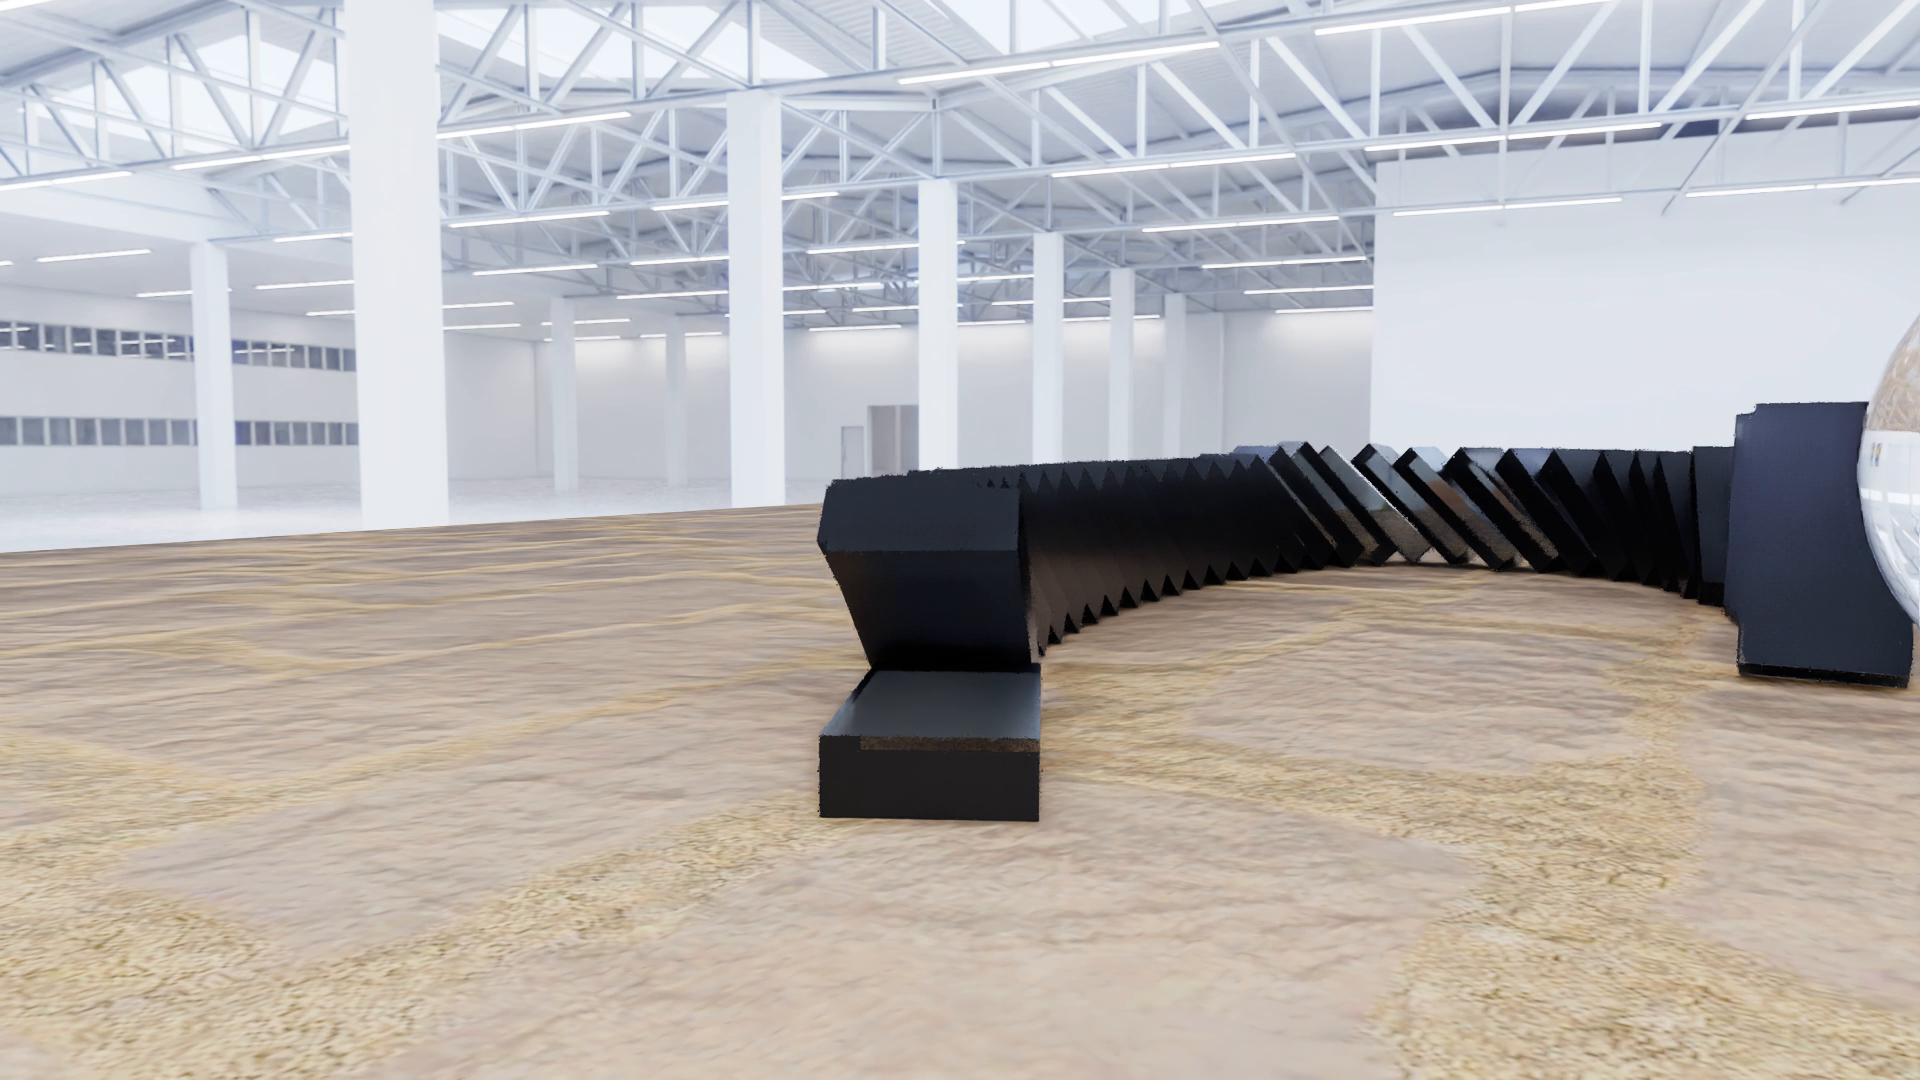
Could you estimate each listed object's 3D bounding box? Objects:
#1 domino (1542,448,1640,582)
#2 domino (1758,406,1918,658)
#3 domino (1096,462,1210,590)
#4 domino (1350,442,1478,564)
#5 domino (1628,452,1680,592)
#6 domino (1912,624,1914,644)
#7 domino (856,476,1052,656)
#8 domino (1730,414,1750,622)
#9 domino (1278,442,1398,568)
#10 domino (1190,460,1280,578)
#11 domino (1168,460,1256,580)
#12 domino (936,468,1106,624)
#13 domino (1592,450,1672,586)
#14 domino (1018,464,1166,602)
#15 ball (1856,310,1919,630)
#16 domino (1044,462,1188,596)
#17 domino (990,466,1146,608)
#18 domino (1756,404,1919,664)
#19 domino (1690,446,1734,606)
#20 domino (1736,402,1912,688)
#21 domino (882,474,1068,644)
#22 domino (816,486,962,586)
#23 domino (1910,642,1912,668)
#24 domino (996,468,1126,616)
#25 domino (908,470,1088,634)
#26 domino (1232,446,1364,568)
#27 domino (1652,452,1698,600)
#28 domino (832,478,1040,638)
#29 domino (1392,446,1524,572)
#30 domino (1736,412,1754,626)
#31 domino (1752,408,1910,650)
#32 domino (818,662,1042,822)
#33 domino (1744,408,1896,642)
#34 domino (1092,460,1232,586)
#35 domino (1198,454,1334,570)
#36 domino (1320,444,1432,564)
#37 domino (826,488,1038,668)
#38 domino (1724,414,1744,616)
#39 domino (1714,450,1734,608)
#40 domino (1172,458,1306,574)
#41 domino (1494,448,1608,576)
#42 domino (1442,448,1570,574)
[{"bbox_3d":[0.211,-0.009,0.411,0.025,0.010,0.050,0,47,-11],"label":"domino"},{"bbox_3d":[0.181,-0.002,0.265,0.025,0.050,0.010,3,-16,35],"label":"domino"},{"bbox_3d":[0.050,-0.004,0.366,0.025,0.009,0.050,3,-32,37],"label":"domino"},{"bbox_3d":[0.163,-0.013,0.456,0.025,0.009,0.050,0,47,-54],"label":"domino"},{"bbox_3d":[0.217,-0.006,0.379,0.025,0.010,0.050,2,45,11],"label":"domino"},{"bbox_3d":[0.170,-0.001,0.248,0.025,0.050,0.010,3,-16,35],"label":"domino"},{"bbox_3d":[-0.001,0.006,0.243,0.025,0.010,0.050,1,-31,19],"label":"domino"},{"bbox_3d":[0.198,-0.005,0.303,0.025,0.050,0.009,3,-17,35],"label":"domino"},{"bbox_3d":[0.130,-0.013,0.452,0.010,0.050,0.025,-43,7,-2],"label":"domino"},{"bbox_3d":[0.079,-0.007,0.405,0.025,0.009,0.050,4,-31,44],"label":"domino"},{"bbox_3d":[0.068,-0.006,0.393,0.025,0.009,0.050,4,-31,41],"label":"domino"},{"bbox_3d":[0.014,0.002,0.292,0.025,0.010,0.050,2,-31,26],"label":"domino"},{"bbox_3d":[0.217,-0.007,0.395,0.025,0.010,0.050,1,46,2],"label":"domino"},{"bbox_3d":[0.034,-0.001,0.336,0.025,0.009,0.050,2,-31,30],"label":"domino"},{"bbox_3d":[0.166,-0.010,0.167,0.080,0.080,0.080,0,4,0],"label":"ball"},{"bbox_3d":[0.042,-0.003,0.351,0.025,0.009,0.050,3,-32,32],"label":"domino"},{"bbox_3d":[0.027,0.000,0.322,0.025,0.009,0.050,2,-31,29],"label":"domino"},{"bbox_3d":[0.176,-0.002,0.256,0.025,0.050,0.009,3,-16,35],"label":"domino"},{"bbox_3d":[0.213,-0.004,0.346,0.025,0.010,0.050,2,49,24],"label":"domino"},{"bbox_3d":[0.157,0.000,0.232,0.025,0.050,0.010,3,-16,35],"label":"domino"},{"bbox_3d":[0.003,0.005,0.260,0.025,0.009,0.050,2,-31,22],"label":"domino"},{"bbox_3d":[-0.004,0.009,0.208,0.025,0.010,0.050,1,-30,11],"label":"domino"},{"bbox_3d":[0.163,-0.001,0.240,0.025,0.050,0.010,3,-16,35],"label":"domino"},{"bbox_3d":[0.020,0.001,0.307,0.025,0.010,0.050,2,-31,27],"label":"domino"},{"bbox_3d":[0.008,0.003,0.276,0.025,0.010,0.050,2,-31,25],"label":"domino"},{"bbox_3d":[0.115,-0.012,0.443,0.050,0.009,0.025,46,-12,-18],"label":"domino"},{"bbox_3d":[0.215,-0.005,0.363,0.025,0.009,0.050,1,45,15],"label":"domino"},{"bbox_3d":[-0.004,0.007,0.226,0.025,0.010,0.050,1,-31,17],"label":"domino"},{"bbox_3d":[0.175,-0.012,0.445,0.025,0.010,0.050,-5,50,-50],"label":"domino"},{"bbox_3d":[0.194,-0.004,0.293,0.025,0.050,0.009,3,-16,35],"label":"domino"},{"bbox_3d":[0.186,-0.003,0.274,0.025,0.050,0.009,3,-16,35],"label":"domino"},{"bbox_3d":[-0.002,0.025,0.170,0.025,0.009,0.050,0,4,4],"label":"domino"},{"bbox_3d":[0.190,-0.004,0.284,0.025,0.050,0.010,3,-16,35],"label":"domino"},{"bbox_3d":[0.059,-0.005,0.379,0.025,0.010,0.050,3,-32,38],"label":"domino"},{"bbox_3d":[0.101,-0.009,0.431,0.050,0.010,0.025,44,-20,-29],"label":"domino"},{"bbox_3d":[0.148,-0.013,0.461,0.050,0.010,0.025,47,17,12],"label":"domino"},{"bbox_3d":[-0.002,0.010,0.190,0.025,0.009,0.050,0,-31,7],"label":"domino"},{"bbox_3d":[0.203,-0.006,0.313,0.025,0.050,0.009,3,-17,34],"label":"domino"},{"bbox_3d":[0.212,-0.004,0.331,0.025,0.009,0.050,6,51,33],"label":"domino"},{"bbox_3d":[0.090,-0.008,0.418,0.025,0.010,0.050,5,-31,47],"label":"domino"},{"bbox_3d":[0.203,-0.010,0.426,0.025,0.010,0.050,-1,47,-22],"label":"domino"},{"bbox_3d":[0.191,-0.011,0.438,0.025,0.009,0.050,-3,49,-36],"label":"domino"}]
